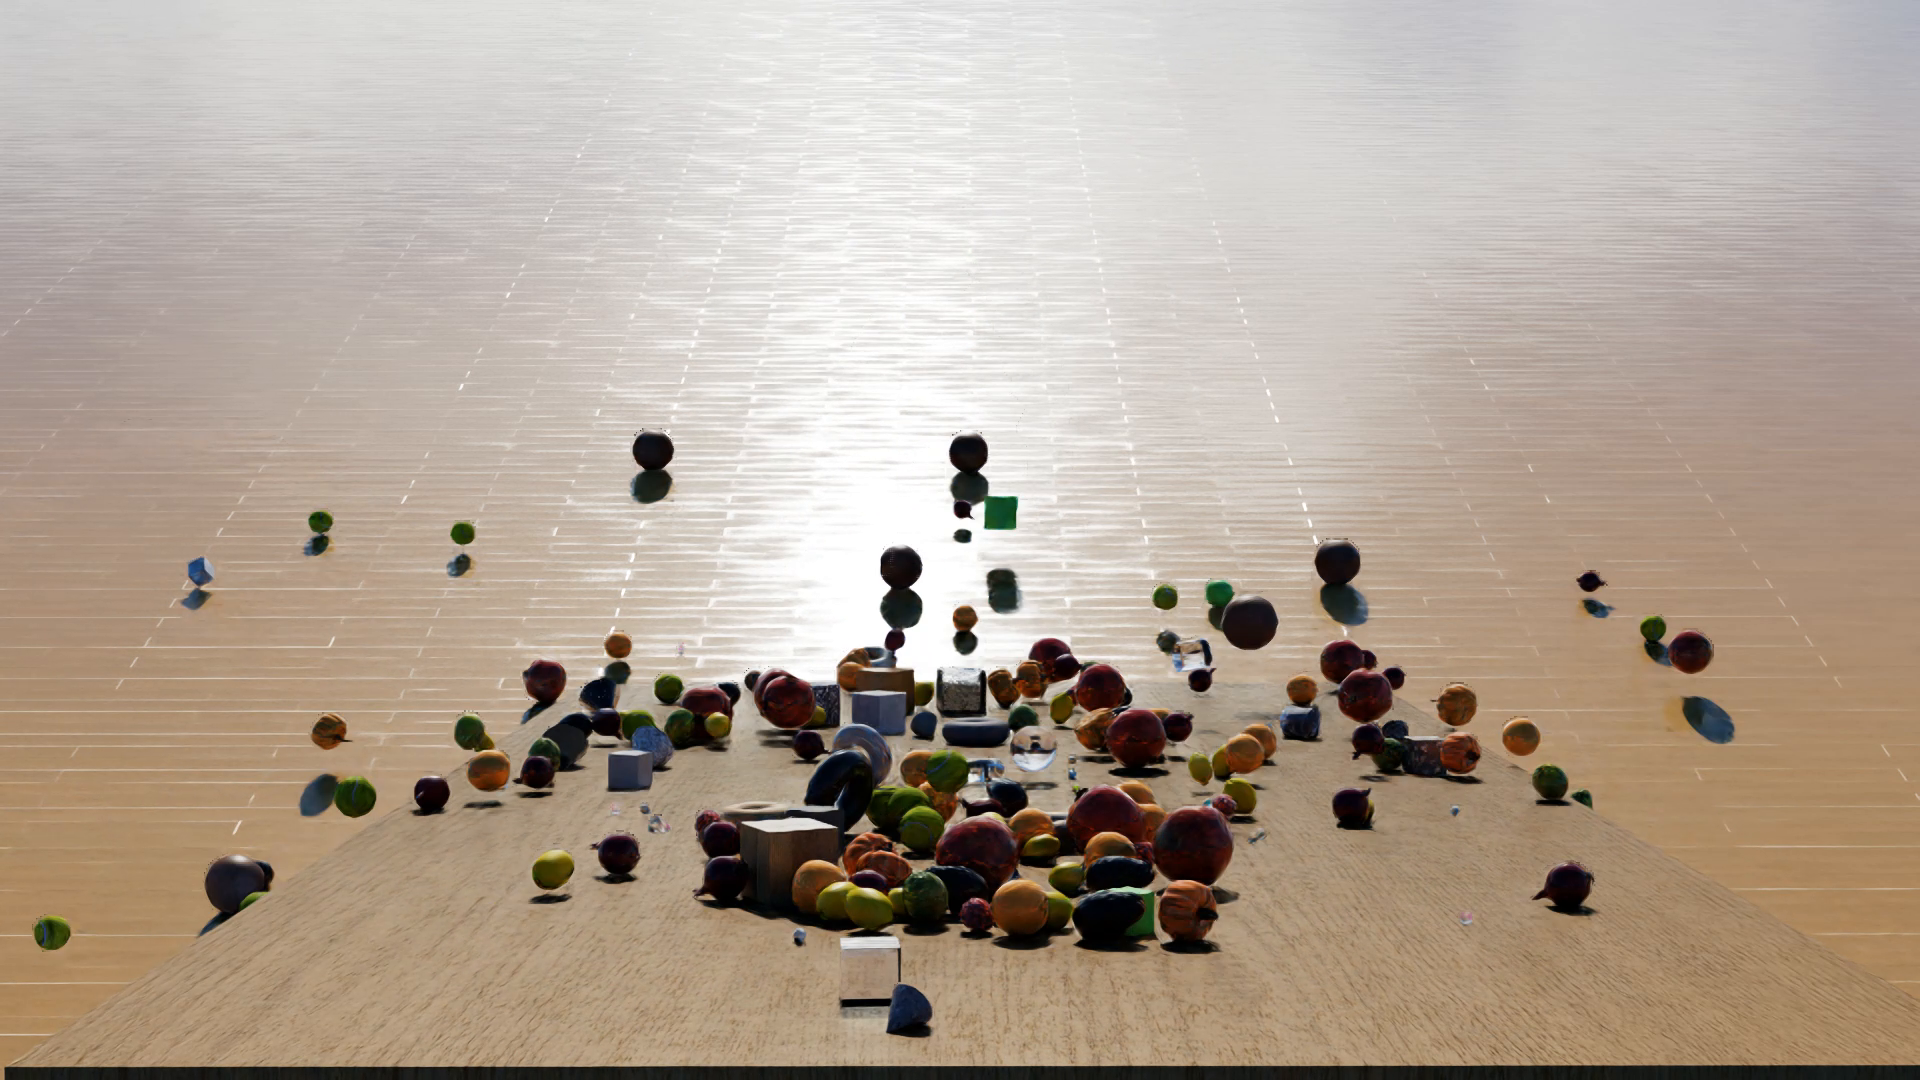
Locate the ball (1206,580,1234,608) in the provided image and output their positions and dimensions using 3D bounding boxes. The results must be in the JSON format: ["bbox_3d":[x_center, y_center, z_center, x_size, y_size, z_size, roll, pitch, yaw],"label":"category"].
[{"bbox_3d":[0.722,0.149,7.163,0.078,0.078,0.078,0,24,0],"label":"ball"}]

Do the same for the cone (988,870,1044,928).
[{"bbox_3d":[0.071,0.454,3.287,0.072,0.072,0.072,0,2,0],"label":"cone"}]

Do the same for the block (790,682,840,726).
[{"bbox_3d":[-0.317,0.356,5.617,0.086,0.086,0.086,-1,2,-25],"label":"block"}]

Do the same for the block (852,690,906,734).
[{"bbox_3d":[-0.172,0.365,5.461,0.080,0.080,0.080,2,3,43],"label":"block"}]

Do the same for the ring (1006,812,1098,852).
[{"bbox_3d":[0.138,0.443,3.908,0.141,0.047,0.141,-1,3,0],"label":"ring"}]

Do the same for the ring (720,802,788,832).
[{"bbox_3d":[-0.323,0.440,4.084,0.114,0.038,0.114,-1,3,0],"label":"ring"}]

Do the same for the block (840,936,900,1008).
[{"bbox_3d":[-0.099,0.476,2.838,0.064,0.064,0.064,0,2,-5],"label":"block"}]

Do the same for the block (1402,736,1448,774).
[{"bbox_3d":[0.863,0.399,4.784,0.063,0.063,0.063,0,2,-12],"label":"block"}]

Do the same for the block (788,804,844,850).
[{"bbox_3d":[-0.217,0.436,3.885,0.062,0.062,0.062,2,3,37],"label":"block"}]

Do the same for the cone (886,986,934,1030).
[{"bbox_3d":[-0.064,0.502,2.698,0.051,0.051,0.051,16,25,32],"label":"cone"}]

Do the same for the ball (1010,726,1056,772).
[{"bbox_3d":[0.133,0.377,4.652,0.085,0.085,0.085,0,24,0],"label":"ball"}]

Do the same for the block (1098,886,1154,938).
[{"bbox_3d":[0.208,0.466,3.232,0.051,0.051,0.051,-2,3,-37],"label":"block"}]

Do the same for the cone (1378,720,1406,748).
[{"bbox_3d":[0.880,0.402,5.168,0.059,0.059,0.059,-9,52,-20],"label":"cone"}]

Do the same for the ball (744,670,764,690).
[{"bbox_3d":[-0.505,0.345,6.337,0.050,0.050,0.050,0,24,0],"label":"ball"}]

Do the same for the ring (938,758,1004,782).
[{"bbox_3d":[0.019,0.415,4.653,0.123,0.041,0.123,-1,-2,0],"label":"ring"}]

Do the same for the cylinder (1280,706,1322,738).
[{"bbox_3d":[0.707,0.377,5.339,0.061,0.061,0.061,0,19,36],"label":"cylinder"}]

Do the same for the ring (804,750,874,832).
[{"bbox_3d":[-0.187,0.394,4.005,0.048,0.143,0.143,22,32,32],"label":"ring"}]

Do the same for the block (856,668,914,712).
[{"bbox_3d":[-0.169,0.342,5.850,0.095,0.095,0.095,1,3,32],"label":"block"}]

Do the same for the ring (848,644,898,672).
[{"bbox_3d":[-0.231,0.319,6.815,0.136,0.045,0.136,1,24,0],"label":"ring"}]

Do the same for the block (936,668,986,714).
[{"bbox_3d":[0.002,0.342,5.848,0.096,0.096,0.096,0,2,-10],"label":"block"}]

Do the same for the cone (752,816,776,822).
[{"bbox_3d":[-0.284,0.455,3.768,0.072,0.072,0.072,7,51,16],"label":"cone"}]

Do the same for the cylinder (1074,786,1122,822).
[{"bbox_3d":[0.224,0.427,4.164,0.056,0.056,0.056,21,7,40],"label":"cylinder"}]

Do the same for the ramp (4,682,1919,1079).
[{"bbox_3d":[0.054,0.491,4.542,2.000,0.100,4.000,0,2,0],"label":"ramp"}]

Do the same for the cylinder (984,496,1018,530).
[{"bbox_3d":[0.117,-0.079,7.467,0.098,0.098,0.098,1,4,0],"label":"cylinder"}]

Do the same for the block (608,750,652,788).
[{"bbox_3d":[-0.588,0.409,4.599,0.059,0.059,0.059,1,2,20],"label":"block"}]

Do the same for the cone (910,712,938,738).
[{"bbox_3d":[-0.066,0.396,5.333,0.059,0.059,0.059,-8,31,-17],"label":"cone"}]

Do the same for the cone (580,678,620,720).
[{"bbox_3d":[-0.789,0.374,5.722,0.095,0.095,0.095,-8,32,-19],"label":"cone"}]

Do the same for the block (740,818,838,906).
[{"bbox_3d":[-0.231,0.433,3.472,0.099,0.099,0.099,-1,3,-28],"label":"block"}]

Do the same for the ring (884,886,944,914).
[{"bbox_3d":[-0.060,0.473,3.383,0.080,0.027,0.080,2,2,0],"label":"ring"}]

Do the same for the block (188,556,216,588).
[{"bbox_3d":[-2.147,0.091,7.286,0.052,0.052,0.052,-26,46,5],"label":"block"}]

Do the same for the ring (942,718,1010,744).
[{"bbox_3d":[0.034,0.390,5.258,0.139,0.046,0.139,-1,3,0],"label":"ring"}]
